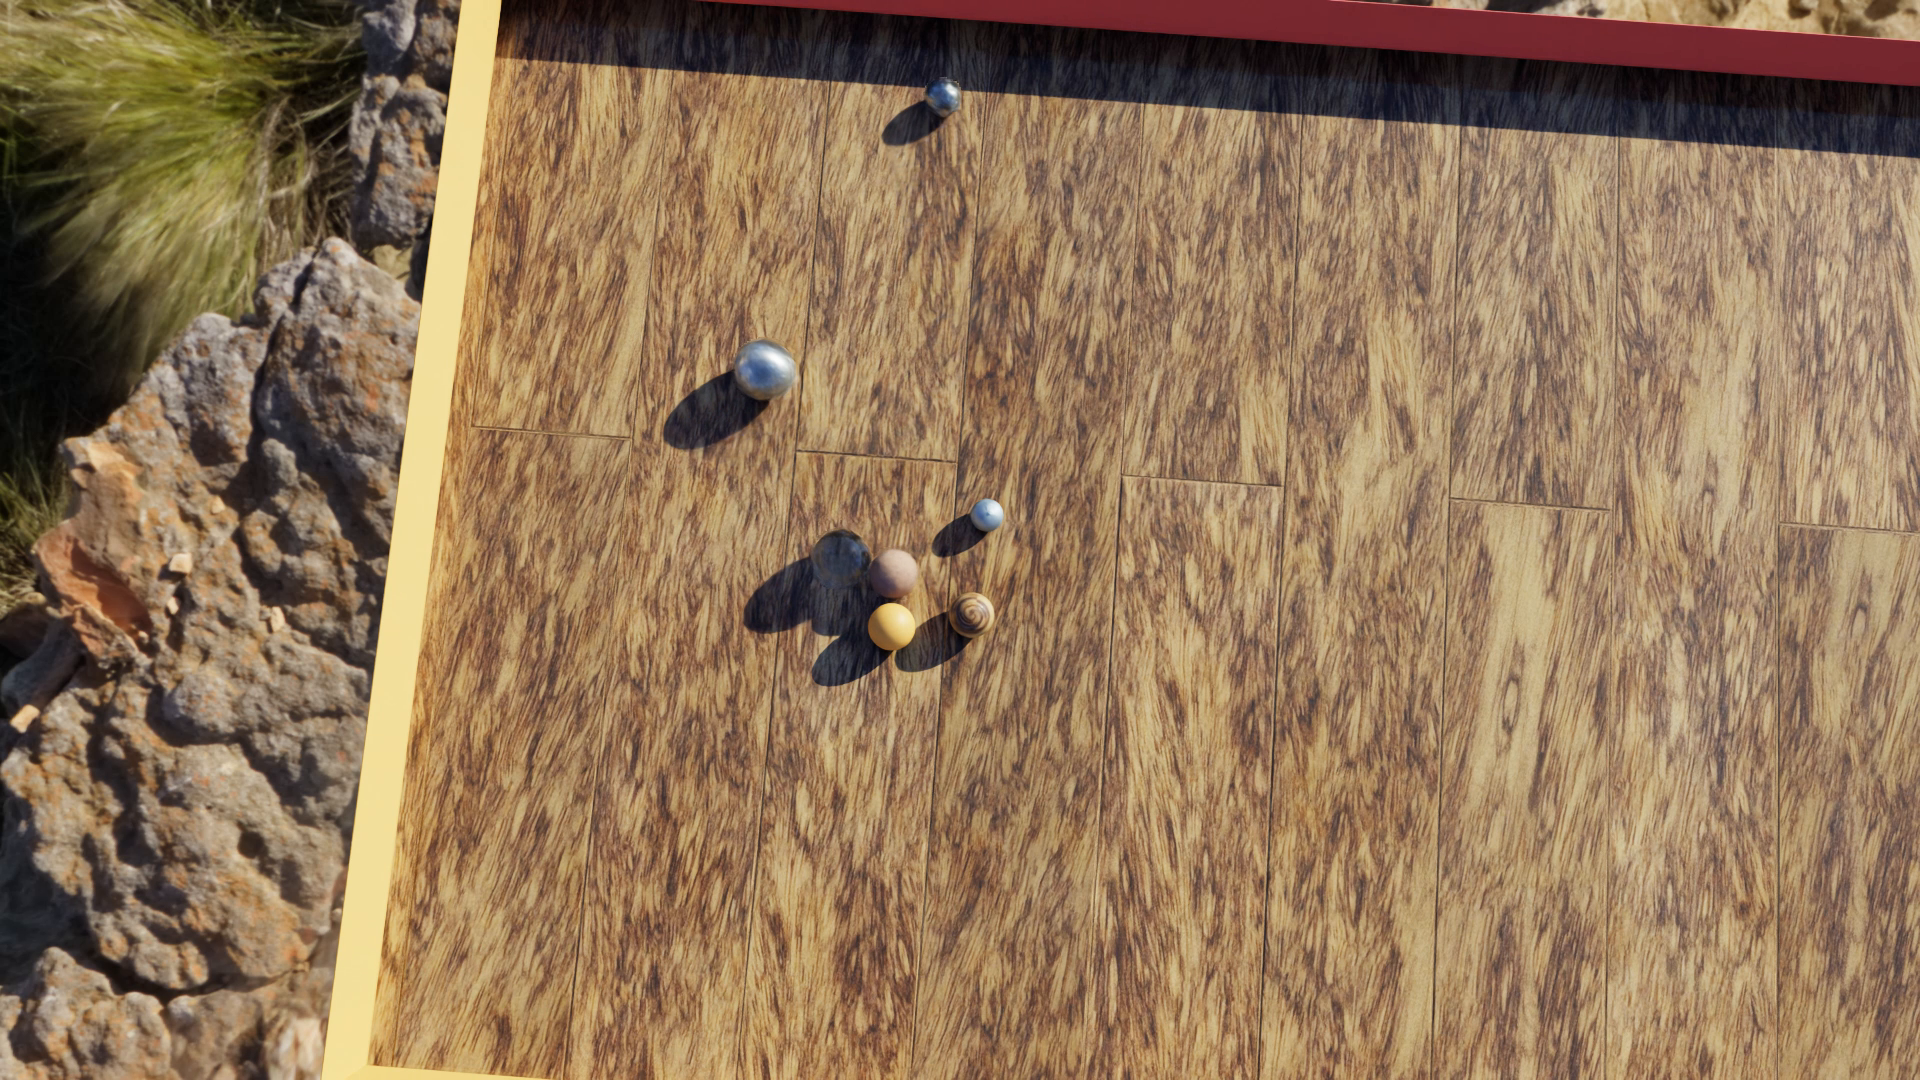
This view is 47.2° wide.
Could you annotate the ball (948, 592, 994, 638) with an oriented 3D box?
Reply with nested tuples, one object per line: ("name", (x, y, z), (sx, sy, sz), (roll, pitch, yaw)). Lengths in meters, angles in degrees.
("ball", (0.017, 0.112, 3.280), (0.068, 0.068, 0.068), (0, 78, 0))

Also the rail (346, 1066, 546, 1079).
("rail", (0.762, 0.886, 3.092), (3.315, 0.122, 0.045), (4, 78, 1))

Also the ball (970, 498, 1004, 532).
("ball", (0.041, -0.037, 3.320), (0.050, 0.050, 0.050), (0, 78, 0))

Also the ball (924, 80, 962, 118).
("ball", (-0.027, -0.693, 3.452), (0.057, 0.057, 0.057), (0, 78, 0))

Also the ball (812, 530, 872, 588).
("ball", (-0.177, 0.028, 3.287), (0.088, 0.088, 0.088), (0, 78, 0))

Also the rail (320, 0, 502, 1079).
("rail", (-0.803, -0.064, 3.288), (0.045, 0.122, 1.747), (4, 78, 1))

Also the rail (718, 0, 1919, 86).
("rail", (0.890, -0.774, 3.435), (3.315, 0.122, 0.045), (4, 78, 1))

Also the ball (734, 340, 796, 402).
("ball", (-0.296, -0.257, 3.343), (0.094, 0.094, 0.094), (0, 78, 0))

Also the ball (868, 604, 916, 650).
("ball", (-0.102, 0.129, 3.275), (0.071, 0.071, 0.071), (0, 78, 0))

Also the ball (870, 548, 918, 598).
("ball", (-0.099, 0.050, 3.290), (0.074, 0.074, 0.074), (0, 78, 0))
